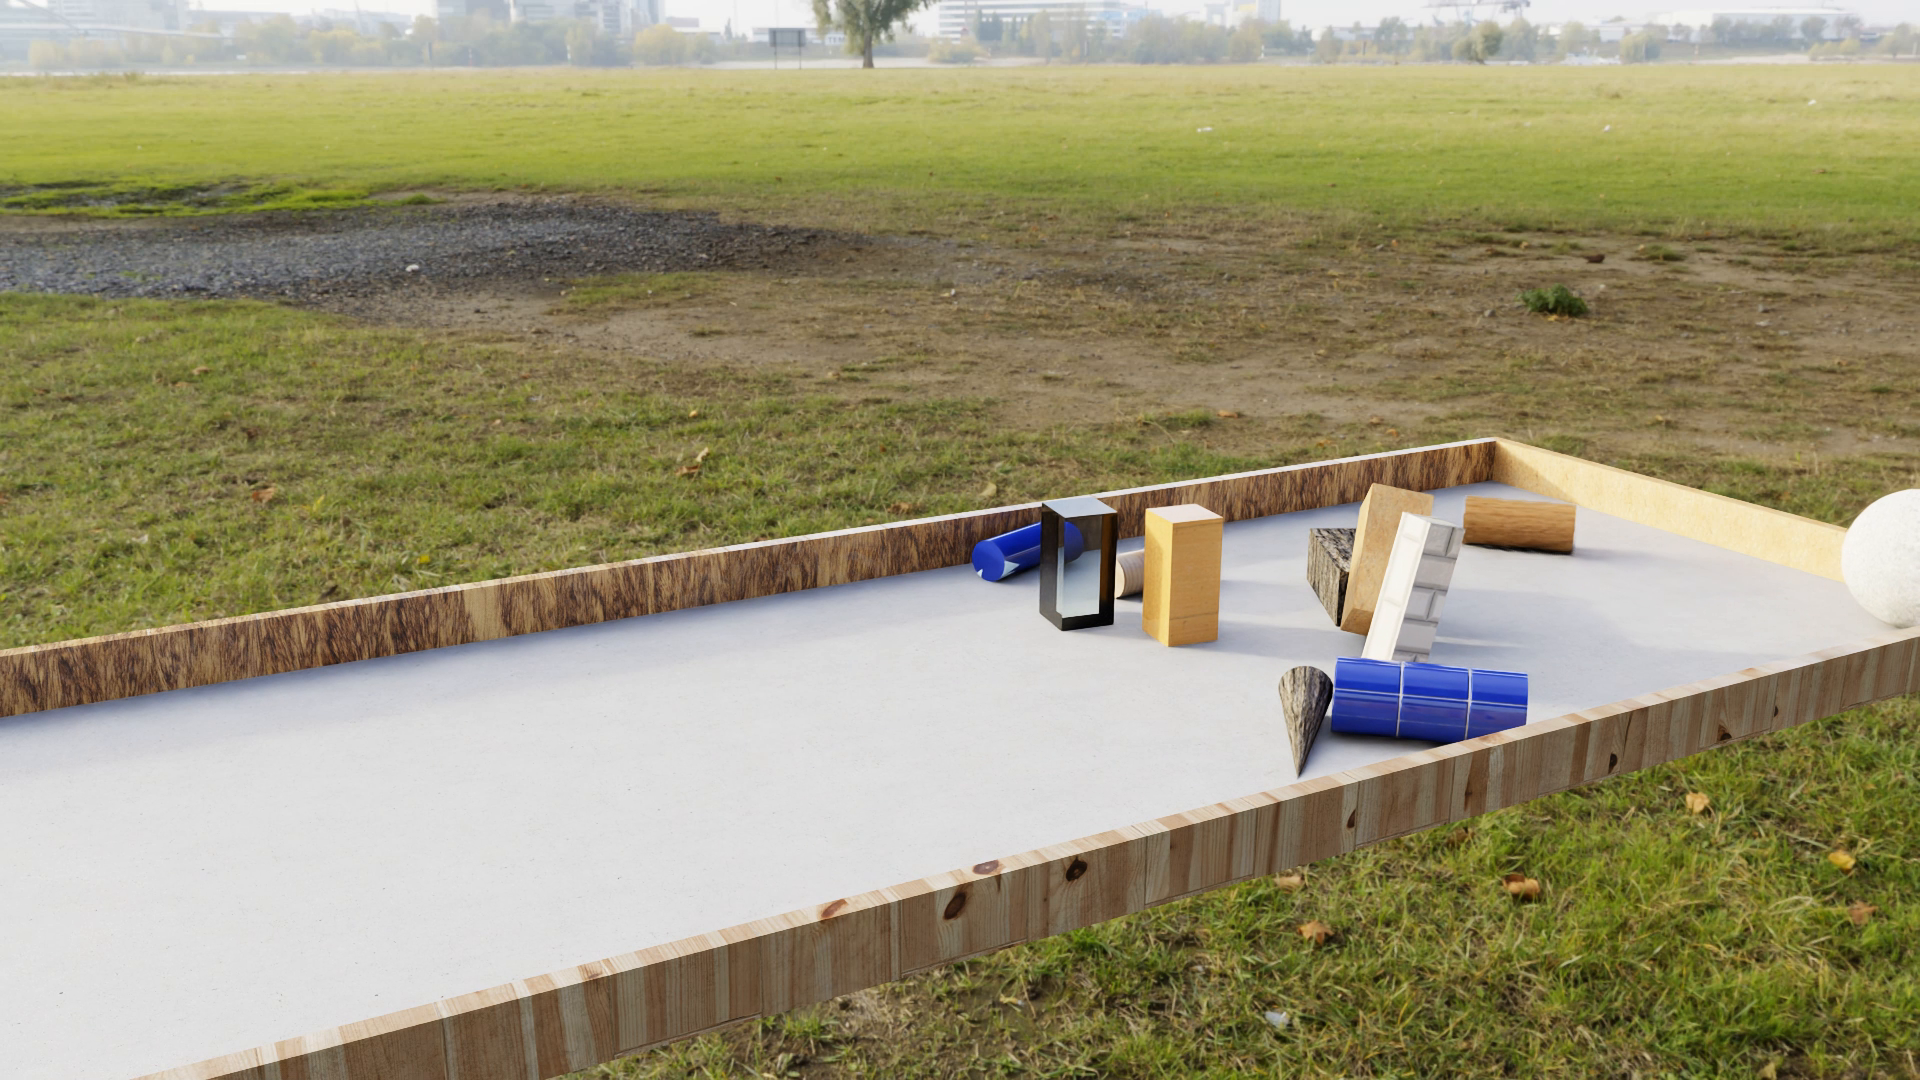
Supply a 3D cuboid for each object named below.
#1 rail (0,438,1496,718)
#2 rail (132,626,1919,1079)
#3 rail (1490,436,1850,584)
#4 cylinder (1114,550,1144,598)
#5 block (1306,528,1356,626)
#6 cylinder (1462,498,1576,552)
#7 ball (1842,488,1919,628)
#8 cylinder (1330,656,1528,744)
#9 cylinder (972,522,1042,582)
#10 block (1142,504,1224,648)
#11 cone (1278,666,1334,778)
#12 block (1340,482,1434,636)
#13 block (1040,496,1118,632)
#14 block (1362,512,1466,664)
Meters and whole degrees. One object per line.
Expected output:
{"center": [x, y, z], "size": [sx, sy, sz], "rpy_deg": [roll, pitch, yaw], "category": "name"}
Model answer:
{"center": [-3.305, 0.497, 3.399], "size": [12.000, 0.150, 0.050], "rpy_deg": [-9, 18, -27], "category": "rail"}
{"center": [-2.336, 1.006, 1.665], "size": [12.000, 0.150, 0.050], "rpy_deg": [-9, 18, -27], "category": "rail"}
{"center": [2.466, -0.048, 5.253], "size": [0.050, 0.150, 2.100], "rpy_deg": [-9, 18, -27], "category": "rail"}
{"center": [0.565, 0.084, 4.849], "size": [0.302, 0.123, 0.123], "rpy_deg": [-10, 19, -31], "category": "cylinder"}
{"center": [1.118, 0.102, 4.727], "size": [0.159, 0.159, 0.432], "rpy_deg": [0, 16, 1], "category": "block"}
{"center": [1.781, -0.048, 5.257], "size": [0.332, 0.147, 0.147], "rpy_deg": [6, 17, 19], "category": "cylinder"}
{"center": [2.621, 0.052, 4.491], "size": [0.387, 0.387, 0.387], "rpy_deg": [0, 16, 0], "category": "ball"}
{"center": [1.070, 0.371, 3.778], "size": [0.420, 0.177, 0.177], "rpy_deg": [4, 17, 14], "category": "cylinder"}
{"center": [0.198, 0.025, 5.045], "size": [0.126, 0.126, 0.350], "rpy_deg": [14, 21, 39], "category": "cylinder"}
{"center": [0.596, 0.093, 4.430], "size": [0.150, 0.343, 0.150], "rpy_deg": [-6, 17, -20], "category": "block"}
{"center": [0.778, 0.438, 3.751], "size": [0.129, 0.129, 0.388], "rpy_deg": [4, 26, 13], "category": "cone"}
{"center": [1.144, 0.062, 4.418], "size": [0.163, 0.371, 0.163], "rpy_deg": [13, -23, 6], "category": "block"}
{"center": [0.325, 0.065, 4.552], "size": [0.157, 0.325, 0.157], "rpy_deg": [-6, 19, -20], "category": "block"}
{"center": [1.133, 0.143, 4.132], "size": [0.111, 0.400, 0.111], "rpy_deg": [8, 12, -24], "category": "block"}
